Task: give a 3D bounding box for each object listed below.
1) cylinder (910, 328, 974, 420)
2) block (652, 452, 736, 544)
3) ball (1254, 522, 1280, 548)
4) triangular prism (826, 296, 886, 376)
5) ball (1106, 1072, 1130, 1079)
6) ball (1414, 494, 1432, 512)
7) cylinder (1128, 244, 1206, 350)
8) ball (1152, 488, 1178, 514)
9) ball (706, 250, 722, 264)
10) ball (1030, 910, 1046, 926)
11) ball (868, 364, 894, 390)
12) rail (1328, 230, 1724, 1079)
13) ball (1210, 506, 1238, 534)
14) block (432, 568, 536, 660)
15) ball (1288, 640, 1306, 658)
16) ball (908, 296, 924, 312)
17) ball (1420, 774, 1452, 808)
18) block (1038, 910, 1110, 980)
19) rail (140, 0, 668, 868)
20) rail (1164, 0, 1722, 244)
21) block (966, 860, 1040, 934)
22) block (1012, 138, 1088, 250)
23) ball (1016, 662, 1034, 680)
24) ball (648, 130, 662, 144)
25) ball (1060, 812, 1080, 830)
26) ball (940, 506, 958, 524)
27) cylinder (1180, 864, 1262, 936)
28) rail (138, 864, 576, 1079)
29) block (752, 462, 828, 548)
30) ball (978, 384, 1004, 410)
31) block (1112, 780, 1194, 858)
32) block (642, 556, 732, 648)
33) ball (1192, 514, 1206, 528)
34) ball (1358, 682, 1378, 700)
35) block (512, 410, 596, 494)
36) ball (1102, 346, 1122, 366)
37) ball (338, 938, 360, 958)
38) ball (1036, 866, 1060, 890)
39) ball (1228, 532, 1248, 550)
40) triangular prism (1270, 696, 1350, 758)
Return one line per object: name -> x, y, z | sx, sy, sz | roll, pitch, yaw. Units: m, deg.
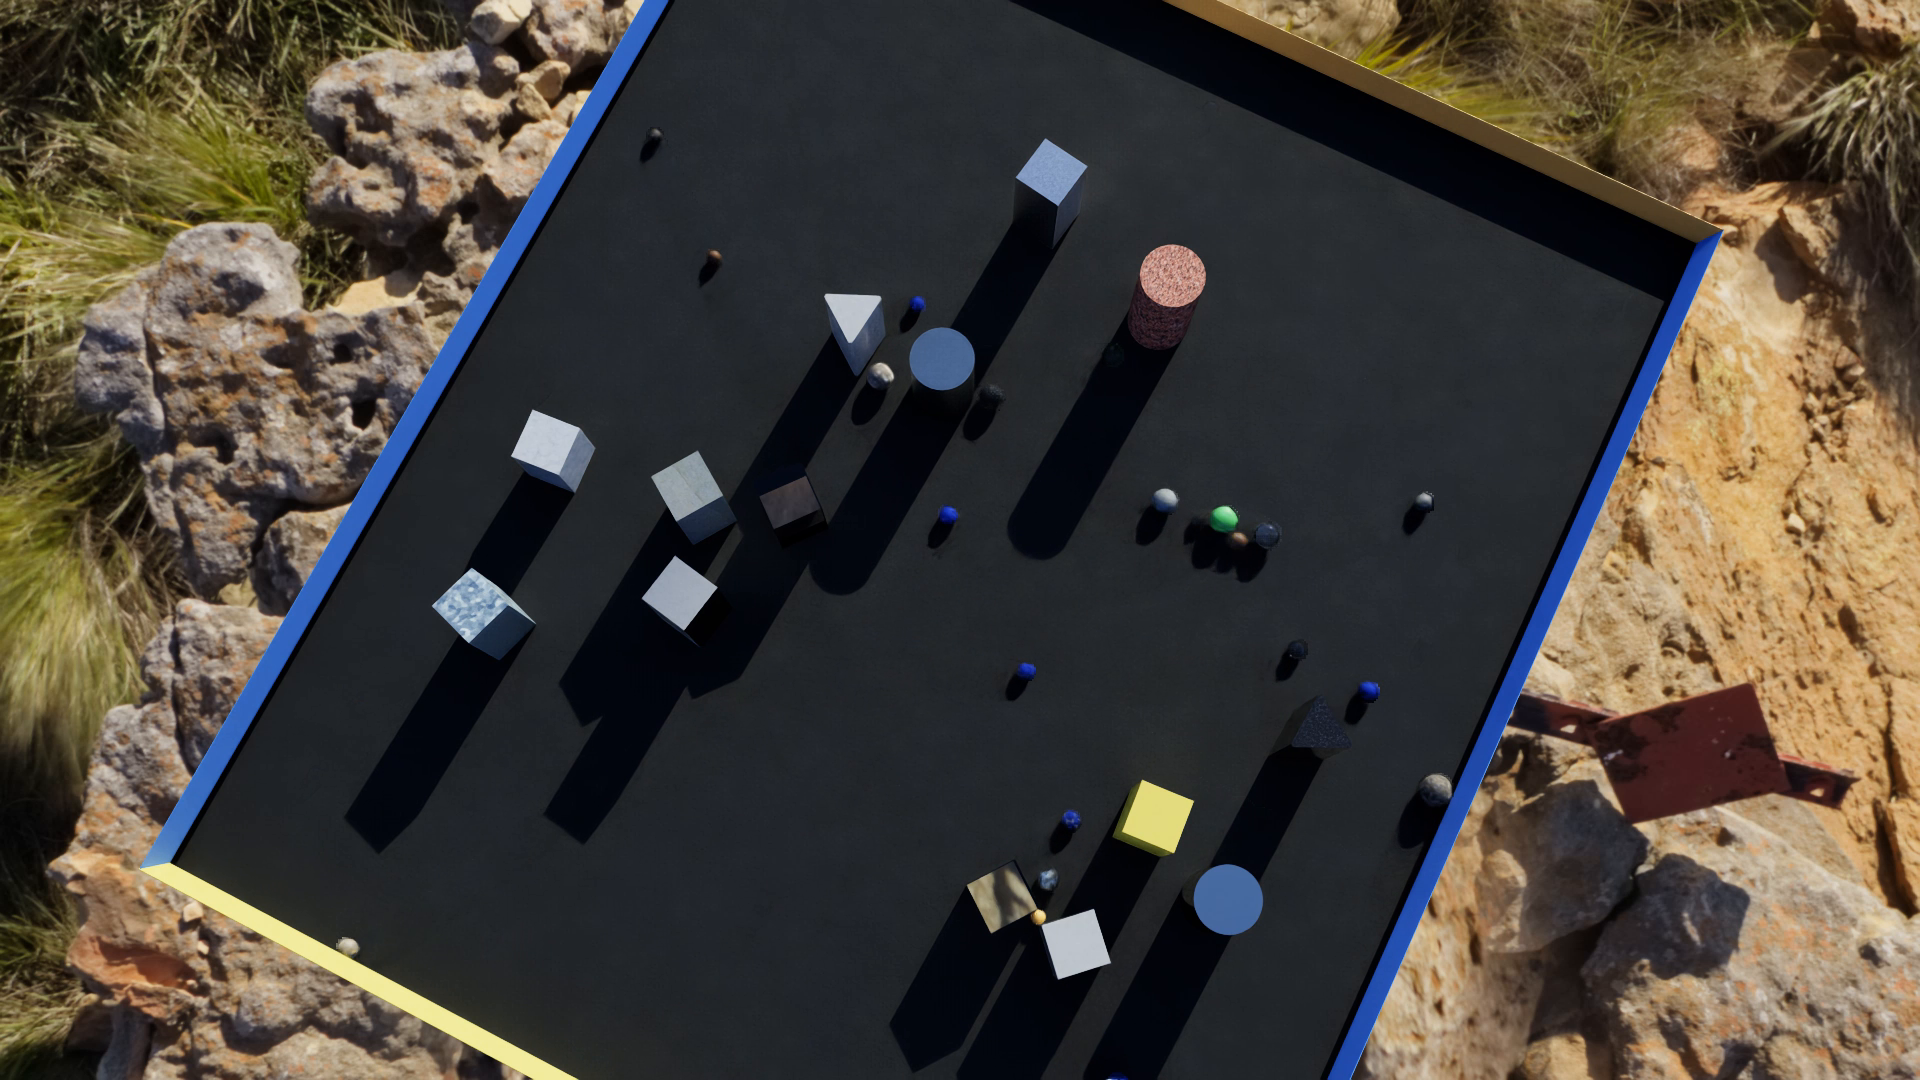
cylinder -> -0.052, -0.498, 5.547 | 0.192, 0.338, 0.192 | 0, 78, 0
block -> -0.789, -0.122, 5.466 | 0.154, 0.343, 0.154 | -30, 80, -6
ball -> 0.935, -0.015, 5.579 | 0.081, 0.081, 0.081 | 0, 78, 0
triangular prism -> -0.339, -0.652, 5.578 | 0.144, 0.339, 0.167 | 32, 80, 6
ball -> 0.453, 1.567, 5.253 | 0.077, 0.077, 0.077 | 0, 78, 0
ball -> 1.420, -0.116, 5.613 | 0.054, 0.054, 0.054 | 0, 78, 0
cylinder -> 0.622, -0.731, 5.557 | 0.192, 0.412, 0.192 | 0, 78, 0
ball -> 0.625, -0.120, 5.603 | 0.076, 0.076, 0.076 | 0, 78, 0
ball -> -0.775, -0.891, 5.778 | 0.045, 0.045, 0.045 | 0, 78, 0
ball -> 0.227, 1.104, 5.364 | 0.044, 0.044, 0.044 | 0, 78, 0
ball -> -0.246, -0.506, 5.679 | 0.083, 0.083, 0.083 | 0, 78, 0
rail -> 1.486, 0.734, 5.400 | 0.045, 0.125, 3.871 | 26, 80, 5
ball -> 0.803, -0.061, 5.586 | 0.084, 0.084, 0.084 | 0, 78, 0
block -> -1.394, 0.222, 5.389 | 0.154, 0.356, 0.154 | 44, 82, 8
ball -> 1.015, 0.329, 5.521 | 0.054, 0.054, 0.054 | 0, 78, 0
ball -> -0.136, -0.738, 5.745 | 0.047, 0.047, 0.047 | 0, 78, 0
ball -> 1.406, 0.742, 5.414 | 0.096, 0.096, 0.096 | 0, 78, 0
block -> 0.324, 1.155, 5.245 | 0.154, 0.259, 0.154 | -17, 79, -3
rail -> -1.486, -0.721, 5.701 | 0.045, 0.125, 3.871 | 26, 80, 5
rail -> 0.855, -1.668, 5.897 | 3.369, 0.125, 0.045 | 26, 80, 5
block -> 0.122, 1.028, 5.279 | 0.154, 0.244, 0.154 | -27, 80, -5
block -> 0.274, -1.062, 5.650 | 0.154, 0.365, 0.154 | 35, 80, 7
ball -> 0.195, 0.395, 5.509 | 0.051, 0.051, 0.051 | 0, 78, 0
ball -> -0.975, -1.291, 5.860 | 0.046, 0.046, 0.046 | 0, 78, 0
ball -> 0.325, 0.830, 5.417 | 0.055, 0.055, 0.055 | 0, 78, 0
ball -> -0.035, -0.074, 5.603 | 0.056, 0.056, 0.056 | 0, 78, 0
cylinder -> 0.744, 1.030, 5.240 | 0.192, 0.319, 0.192 | 0, 78, 0
rail -> -0.855, 1.681, 5.204 | 3.369, 0.125, 0.045 | 26, 80, 5
block -> -0.505, -0.102, 5.492 | 0.154, 0.285, 0.154 | -24, 79, -5
ball -> 0.096, -0.442, 5.669 | 0.076, 0.076, 0.076 | 0, 78, 0
block -> 0.551, 0.805, 5.270 | 0.154, 0.352, 0.154 | 22, 79, 4
block -> -0.798, 0.187, 5.393 | 0.154, 0.361, 0.154 | 36, 81, 7
ball -> 0.730, -0.059, 5.607 | 0.042, 0.042, 0.042 | 0, 78, 0
ball -> 1.221, 0.452, 5.494 | 0.057, 0.057, 0.057 | 0, 78, 0
block -> -1.229, -0.266, 5.551 | 0.154, 0.236, 0.154 | 21, 79, 4
ball -> 0.473, -0.576, 5.704 | 0.062, 0.062, 0.062 | 0, 78, 0
ball -> -1.783, 1.191, 5.339 | 0.061, 0.061, 0.061 | 0, 78, 0
ball -> 0.261, 0.993, 5.375 | 0.070, 0.070, 0.070 | 0, 78, 0
ball -> 0.847, 0.005, 5.587 | 0.056, 0.056, 0.056 | 0, 78, 0
triangular prism -> 1.007, 0.542, 5.306 | 0.167, 0.387, 0.144 | 0, 78, 0
